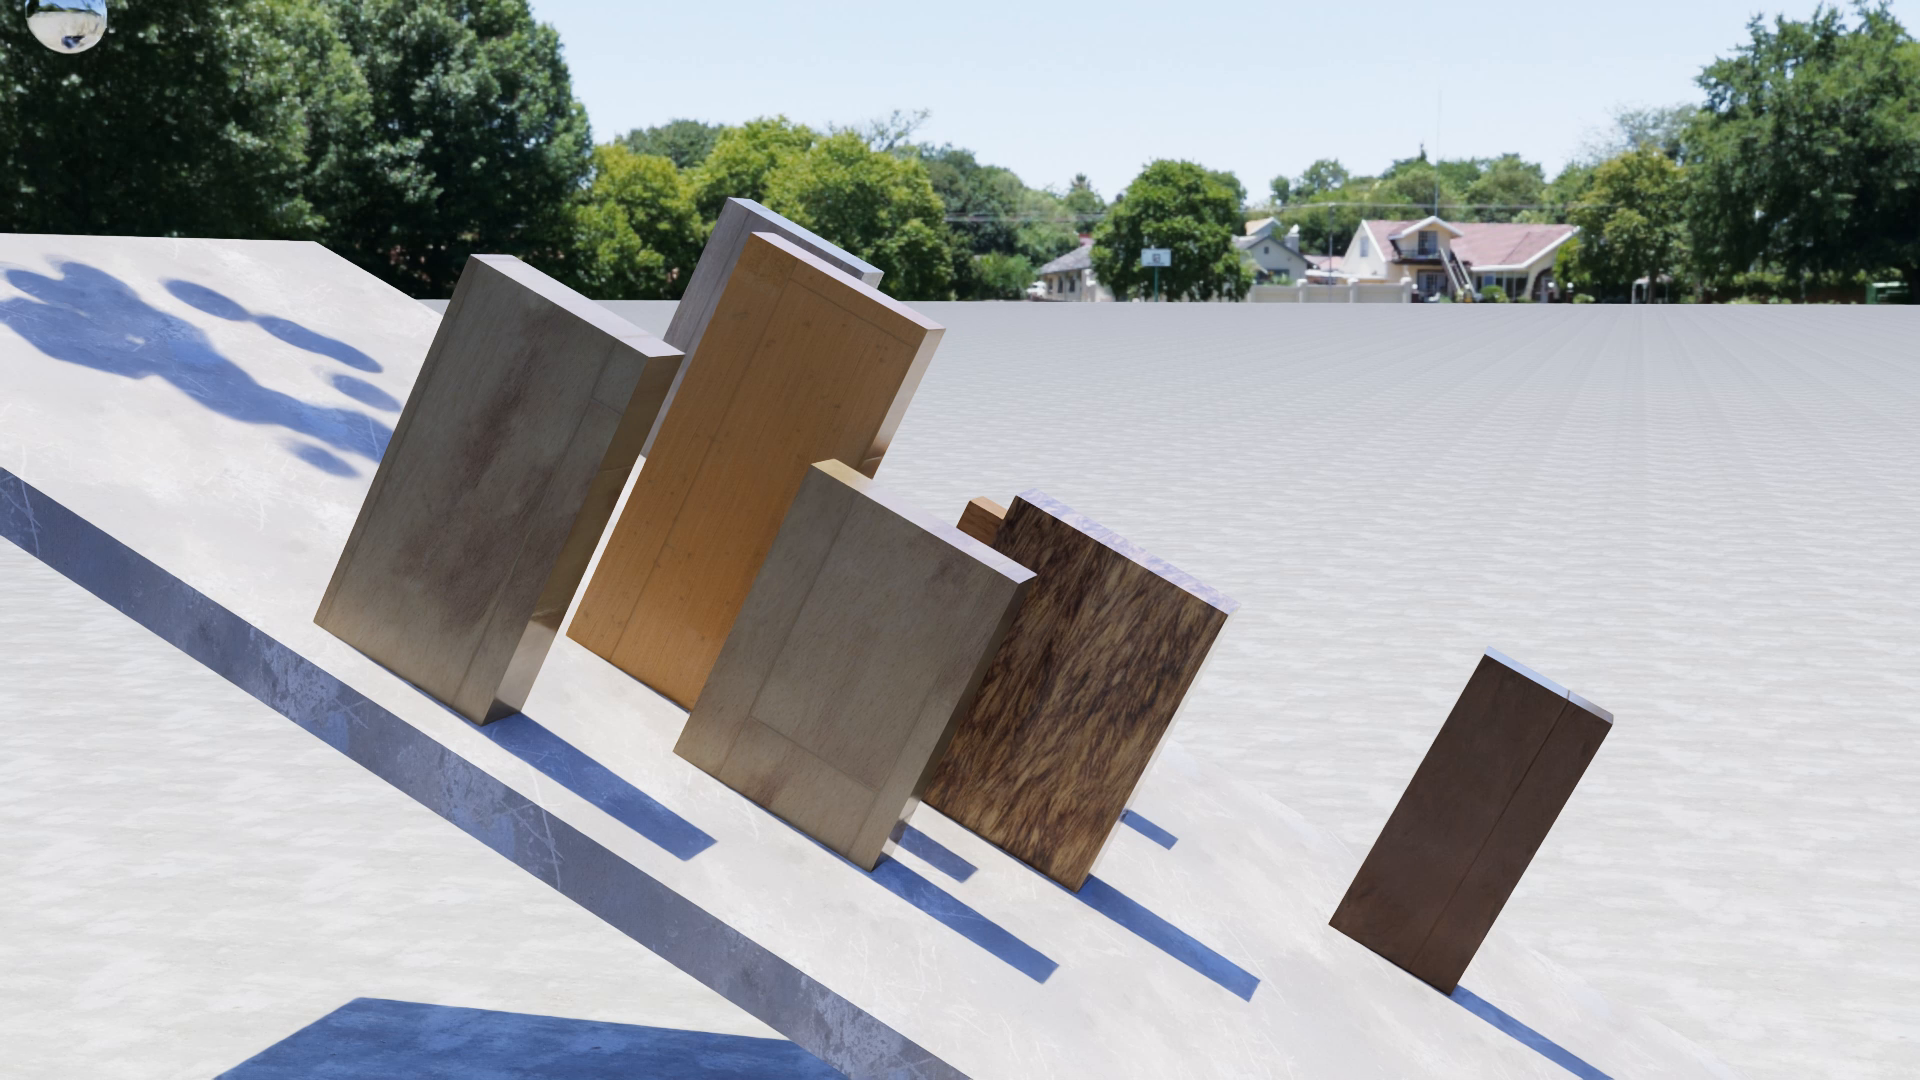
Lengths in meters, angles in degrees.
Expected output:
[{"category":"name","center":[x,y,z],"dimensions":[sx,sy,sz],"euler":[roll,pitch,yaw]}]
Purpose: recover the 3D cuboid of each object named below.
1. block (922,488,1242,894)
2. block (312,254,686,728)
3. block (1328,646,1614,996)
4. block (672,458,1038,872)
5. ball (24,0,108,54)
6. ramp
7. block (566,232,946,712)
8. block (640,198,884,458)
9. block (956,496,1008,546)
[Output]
[{"category":"block","center":[0.170,0.265,3.907],"dimensions":[0.423,0.573,0.129],"euler":[30,14,12]},{"category":"block","center":[-0.714,-0.077,3.387],"dimensions":[0.327,0.640,0.128],"euler":[30,14,12]},{"category":"block","center":[0.990,0.547,4.279],"dimensions":[0.269,0.625,0.099],"euler":[30,14,12]},{"category":"block","center":[-0.175,0.202,3.568],"dimensions":[0.387,0.542,0.108],"euler":[30,14,12]},{"category":"ball","center":[-1.677,-0.988,4.128],"dimensions":[0.144,0.144,0.144],"euler":[0,7,0]},{"category":"ramp","center":[-0.230,0.383,4.152],"dimensions":[4.000,0.100,2.000],"euler":[30,14,12]},{"category":"block","center":[-0.359,-0.095,3.789],"dimensions":[0.350,0.789,0.102],"euler":[30,14,12]},{"category":"block","center":[-0.486,-0.421,5.072],"dimensions":[0.368,0.628,0.136],"euler":[30,14,12]},{"category":"block","center":[0.124,0.197,4.406],"dimensions":[0.426,0.410,0.094],"euler":[30,14,12]}]
